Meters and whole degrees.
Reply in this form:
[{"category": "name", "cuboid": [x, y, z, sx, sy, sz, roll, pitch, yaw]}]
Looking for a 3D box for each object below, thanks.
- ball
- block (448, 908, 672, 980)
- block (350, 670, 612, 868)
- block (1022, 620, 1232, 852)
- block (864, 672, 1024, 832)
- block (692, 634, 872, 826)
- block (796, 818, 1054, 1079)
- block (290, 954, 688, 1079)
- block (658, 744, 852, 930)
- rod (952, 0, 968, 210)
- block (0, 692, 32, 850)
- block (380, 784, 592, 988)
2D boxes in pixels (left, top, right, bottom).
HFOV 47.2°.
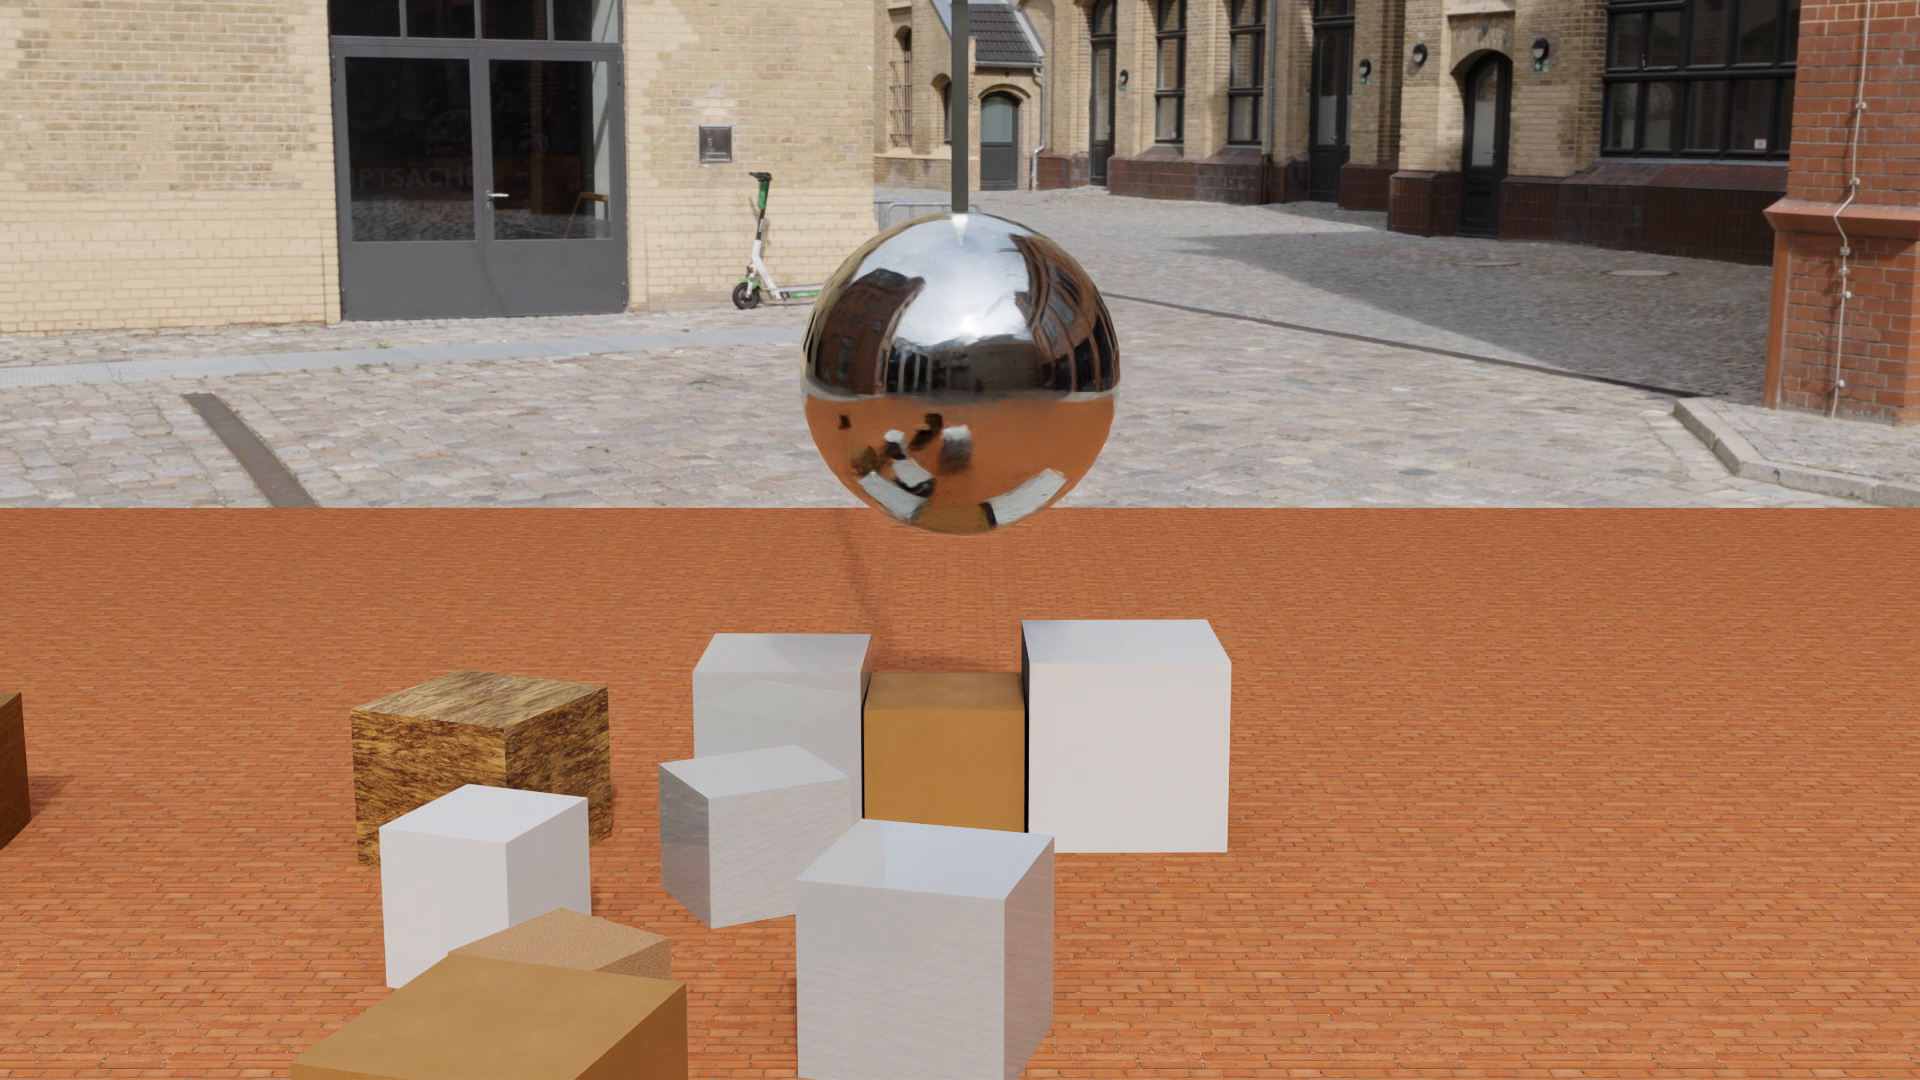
[{"category": "ball", "cuboid": [0.000, -0.824, 10.905, 1.600, 1.600, 1.600, 0, 10, 0]}, {"category": "block", "cuboid": [-1.471, 1.778, 8.138, 0.566, 0.590, 0.574, 7, 13, 34]}, {"category": "block", "cuboid": [-2.368, 1.166, 10.956, 0.895, 0.786, 0.887, 5, 11, 23]}, {"category": "block", "cuboid": [0.832, 0.994, 11.382, 0.992, 0.972, 0.991, 0, 10, -1]}, {"category": "block", "cuboid": [-0.075, 1.126, 11.394, 0.800, 0.709, 0.790, 0, 10, 1]}, {"category": "block", "cuboid": [-0.895, 1.028, 11.337, 0.828, 0.920, 0.867, 0, 10, 1]}, {"category": "block", "cuboid": [-0.120, 1.606, 8.537, 0.807, 0.785, 0.779, 3, 11, 16]}, {"category": "block", "cuboid": [-1.405, 1.887, 6.747, 0.841, 0.872, 0.909, 3, 11, 17]}, {"category": "block", "cuboid": [-0.961, 1.374, 10.300, 0.704, 0.610, 0.635, -5, 12, -28]}, {"category": "rod", "cuboid": [0.000, -4.181, 10.366, 0.080, 5.200, 0.080, 0, 9, 0]}, {"category": "block", "cuboid": [-5.142, 1.193, 11.061, 0.653, 0.696, 0.683, -1, 10, -6]}, {"category": "block", "cuboid": [-2.011, 1.497, 9.384, 0.603, 0.697, 0.667, 4, 11, 20]}]
